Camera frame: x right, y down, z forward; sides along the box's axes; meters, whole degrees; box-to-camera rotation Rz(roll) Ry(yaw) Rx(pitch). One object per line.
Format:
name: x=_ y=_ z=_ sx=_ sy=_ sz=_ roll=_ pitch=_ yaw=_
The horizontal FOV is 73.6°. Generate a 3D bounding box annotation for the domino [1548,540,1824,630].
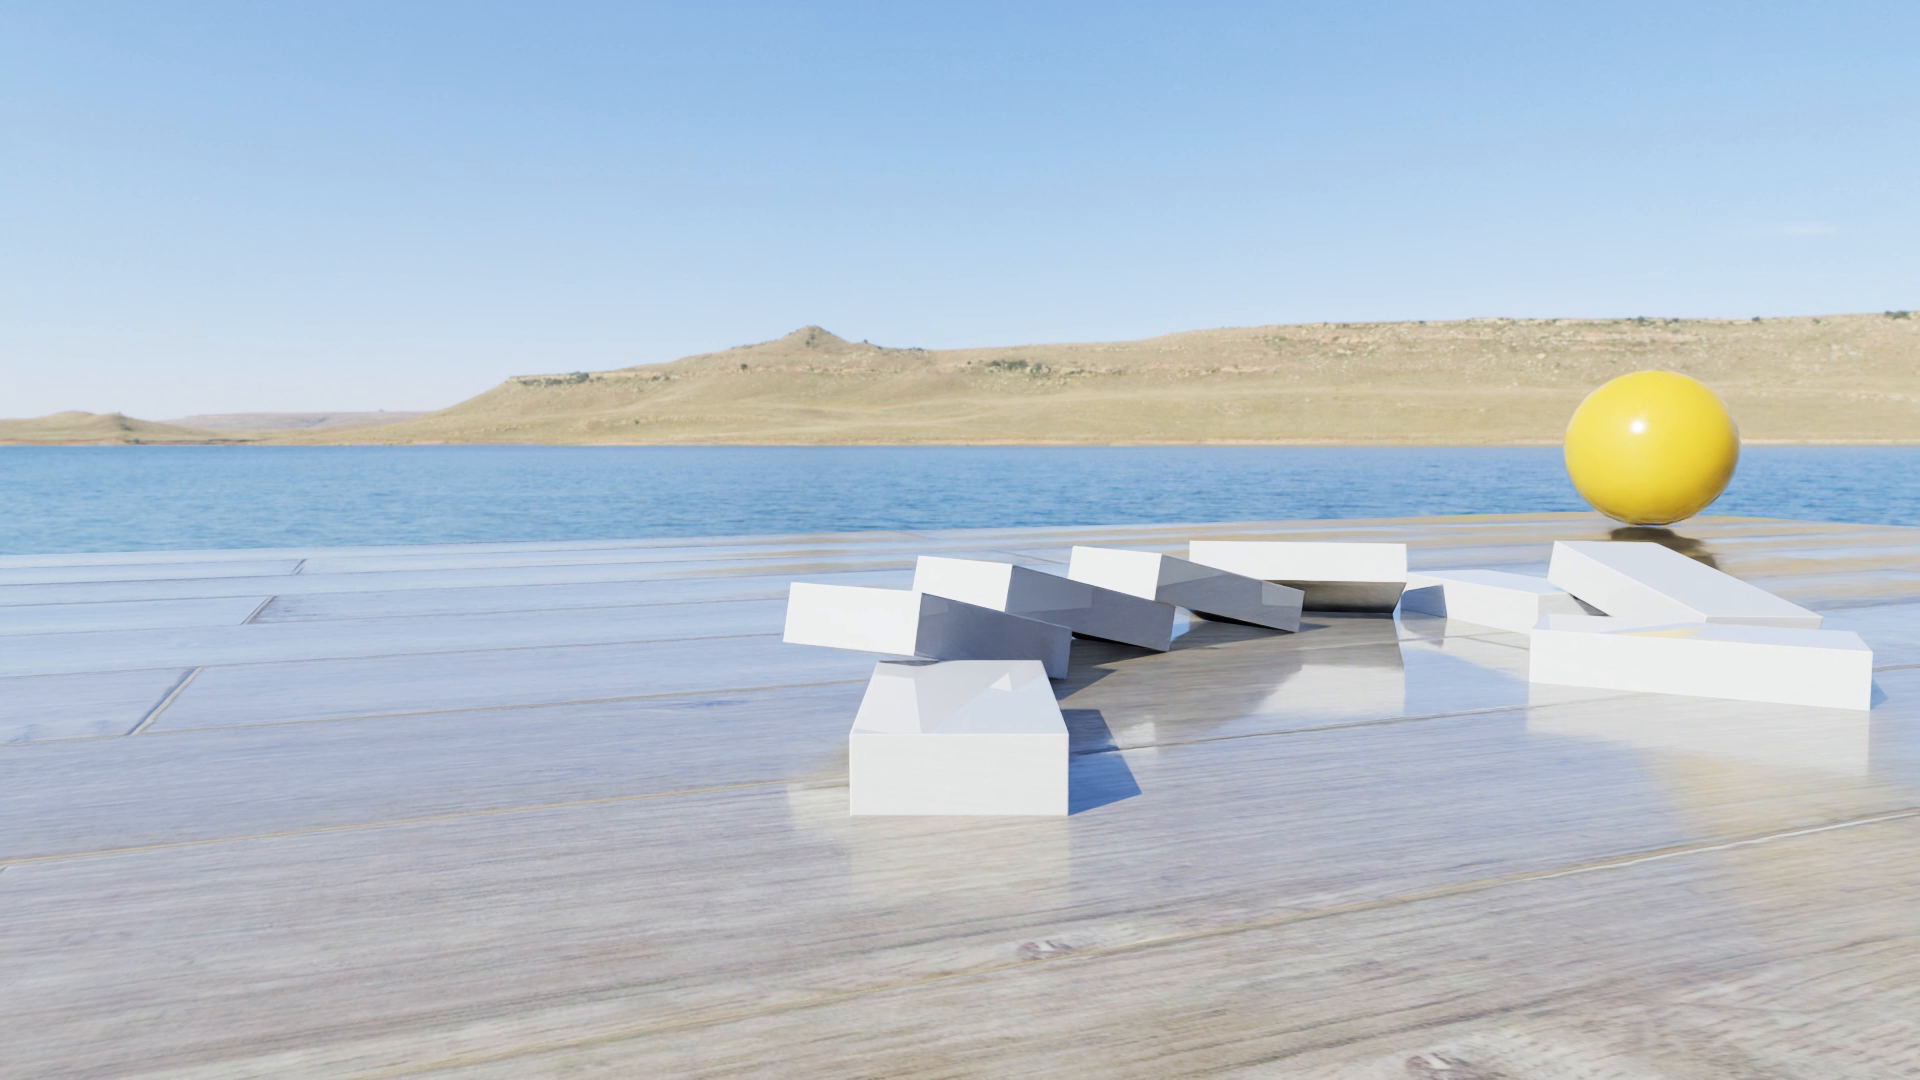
domino: x=0.150 y=0.012 z=0.270 sx=0.025 sy=0.010 sz=0.050 roll=1 pitch=16 yaw=-8

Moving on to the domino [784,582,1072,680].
domino: x=-0.004 y=0.016 z=0.218 sx=0.025 sy=0.009 sz=0.050 roll=3 pitch=-8 yaw=32

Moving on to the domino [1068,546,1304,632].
domino: x=0.050 y=0.011 z=0.283 sx=0.050 sy=0.009 sz=0.025 roll=13 pitch=-5 yaw=-40

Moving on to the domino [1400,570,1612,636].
domino: x=0.133 y=0.015 z=0.311 sx=0.025 sy=0.009 sz=0.050 roll=-1 pitch=4 yaw=-16

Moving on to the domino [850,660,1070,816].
domino: x=0.000 y=0.025 z=0.171 sx=0.025 sy=0.009 sz=0.050 roll=0 pitch=4 yaw=0

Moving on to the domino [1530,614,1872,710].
domino: x=0.130 y=0.021 z=0.228 sx=0.050 sy=0.009 sz=0.025 roll=2 pitch=5 yaw=30

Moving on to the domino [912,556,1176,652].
domino: x=0.017 y=0.013 z=0.255 sx=0.050 sy=0.009 sz=0.025 roll=15 pitch=-7 yaw=-44

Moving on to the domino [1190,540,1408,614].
domino: x=0.082 y=0.009 z=0.316 sx=0.050 sy=0.010 sz=0.025 roll=1 pitch=-20 yaw=11

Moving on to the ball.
ball: x=0.354 y=-0.047 z=0.658 sx=0.080 sy=0.080 sz=0.080 roll=0 pitch=4 yaw=0
